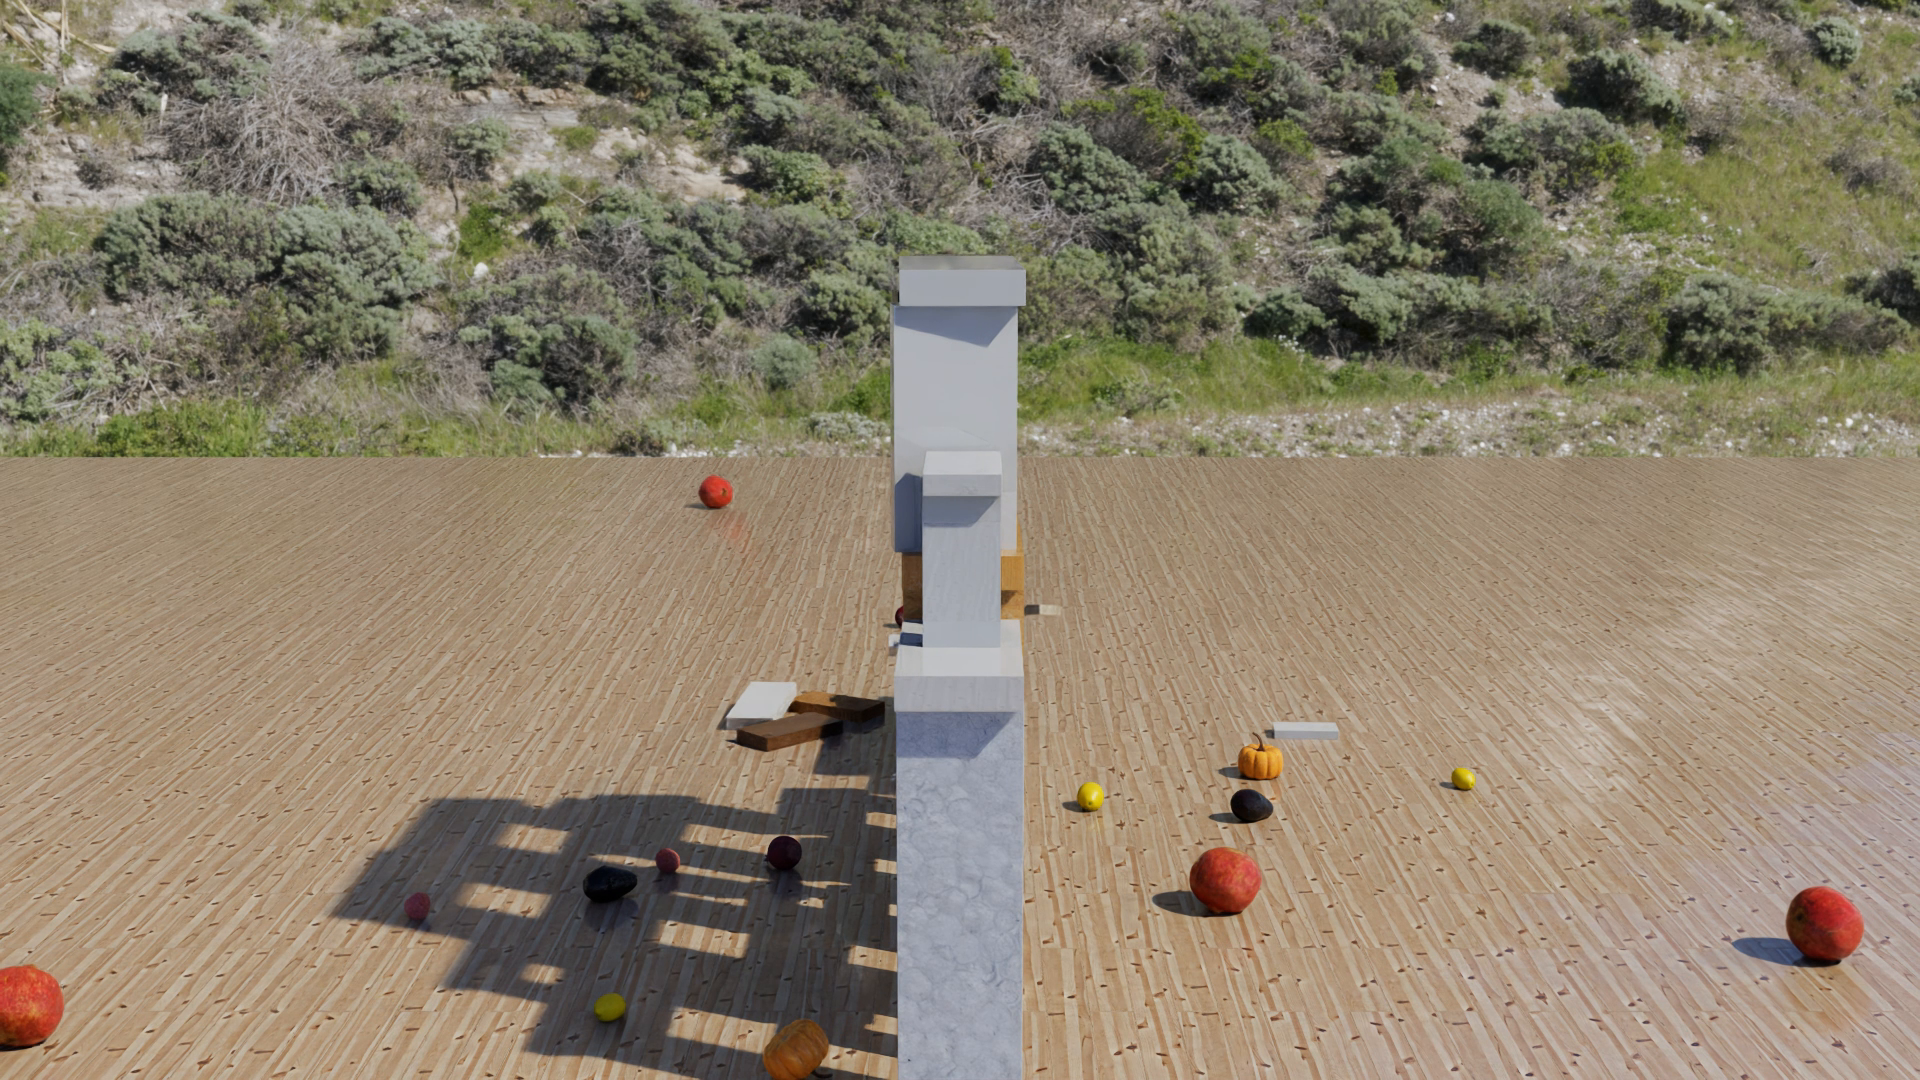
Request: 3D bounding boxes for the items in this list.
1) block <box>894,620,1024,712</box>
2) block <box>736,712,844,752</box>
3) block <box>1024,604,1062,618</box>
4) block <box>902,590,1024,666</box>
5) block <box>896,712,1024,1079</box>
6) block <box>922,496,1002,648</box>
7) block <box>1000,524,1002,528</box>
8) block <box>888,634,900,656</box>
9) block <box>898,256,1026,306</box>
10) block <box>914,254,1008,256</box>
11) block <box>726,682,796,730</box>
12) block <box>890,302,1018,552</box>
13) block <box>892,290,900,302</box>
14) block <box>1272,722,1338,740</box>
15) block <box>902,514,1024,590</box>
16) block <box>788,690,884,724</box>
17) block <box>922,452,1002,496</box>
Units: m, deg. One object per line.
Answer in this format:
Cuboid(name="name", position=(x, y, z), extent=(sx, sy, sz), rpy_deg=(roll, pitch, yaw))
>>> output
Cuboid(name="block", position=(0.000, 0.159, 2.847), extent=(0.159, 0.045, 0.318), rpy_deg=(0, 11, 1))
Cuboid(name="block", position=(-0.356, 0.401, 4.609), extent=(0.203, 0.029, 0.102), rpy_deg=(-10, 14, -43))
Cuboid(name="block", position=(0.097, 0.147, 4.482), extent=(0.228, 0.019, 0.067), rpy_deg=(-5, -8, 42))
Cuboid(name="block", position=(0.005, 0.256, 3.085), extent=(0.166, 0.403, 0.047), rpy_deg=(0, 11, 0))
Cuboid(name="block", position=(0.000, 0.472, 2.796), extent=(0.159, 0.551, 0.045), rpy_deg=(0, 11, 0))
Cuboid(name="block", position=(0.002, 0.037, 2.832), extent=(0.100, 0.201, 0.028), rpy_deg=(0, 11, 1))
Cuboid(name="block", position=(0.005, 0.013, 2.963), extent=(0.100, 0.201, 0.028), rpy_deg=(0, 11, 1))
Cuboid(name="block", position=(-0.060, 0.227, 4.766), extent=(0.190, 0.027, 0.095), rpy_deg=(0, -15, -3))
Cuboid(name="block", position=(-0.001, -0.367, 3.100), extent=(0.169, 0.048, 0.337), rpy_deg=(0, 11, -2))
Cuboid(name="block", position=(0.000, -0.415, 3.422), extent=(0.153, 0.043, 0.305), rpy_deg=(0, 10, 1))
Cuboid(name="block", position=(-0.428, 0.358, 4.751), extent=(0.102, 0.029, 0.203), rpy_deg=(0, 19, 11))
Cuboid(name="block", position=(-0.009, -0.155, 3.014), extent=(0.169, 0.337, 0.048), rpy_deg=(-1, 11, -8))
Cuboid(name="block", position=(-0.013, -0.202, 3.265), extent=(0.169, 0.338, 0.048), rpy_deg=(-2, 11, -12))
Cuboid(name="block", position=(0.727, 0.402, 4.631), extent=(0.133, 0.019, 0.067), rpy_deg=(1, 11, 3))
Cuboid(name="block", position=(0.004, 0.015, 3.154), extent=(0.167, 0.047, 0.333), rpy_deg=(0, 11, 0))
Cuboid(name="block", position=(-0.270, 0.364, 4.810), extent=(0.190, 0.027, 0.095), rpy_deg=(6, 12, 29))
Cuboid(name="block", position=(0.004, -0.088, 2.877), extent=(0.100, 0.028, 0.201), rpy_deg=(0, 11, 0))
